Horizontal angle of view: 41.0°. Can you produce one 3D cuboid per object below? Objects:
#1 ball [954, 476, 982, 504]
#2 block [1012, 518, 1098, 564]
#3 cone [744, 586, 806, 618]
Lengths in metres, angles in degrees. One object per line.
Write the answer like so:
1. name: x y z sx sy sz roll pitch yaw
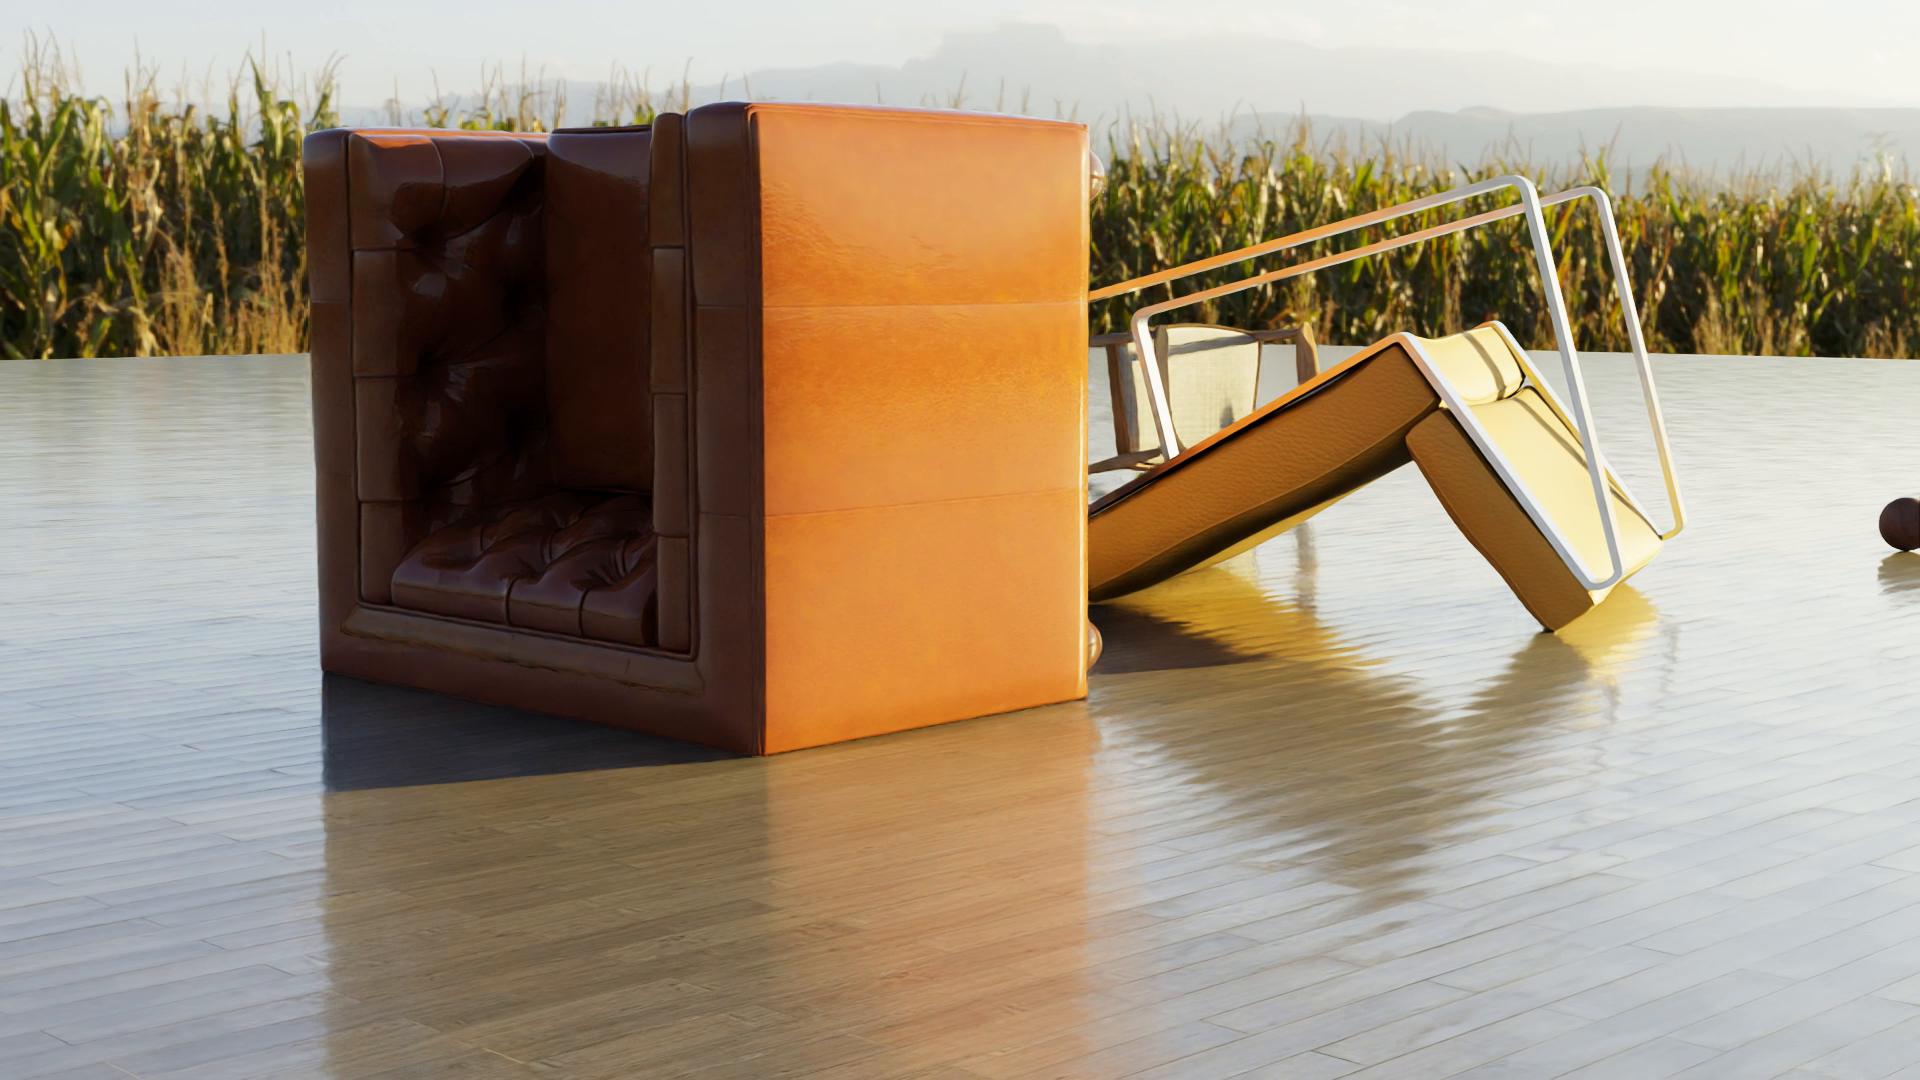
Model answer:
1. ball: 0.025 -0.145 7.418 0.082 0.082 0.082 0 6 0
2. block: 0.222 0.001 5.998 0.147 0.082 0.209 -1 6 -14
3. cone: -0.353 0.133 4.971 0.114 0.061 0.067 16 40 6
